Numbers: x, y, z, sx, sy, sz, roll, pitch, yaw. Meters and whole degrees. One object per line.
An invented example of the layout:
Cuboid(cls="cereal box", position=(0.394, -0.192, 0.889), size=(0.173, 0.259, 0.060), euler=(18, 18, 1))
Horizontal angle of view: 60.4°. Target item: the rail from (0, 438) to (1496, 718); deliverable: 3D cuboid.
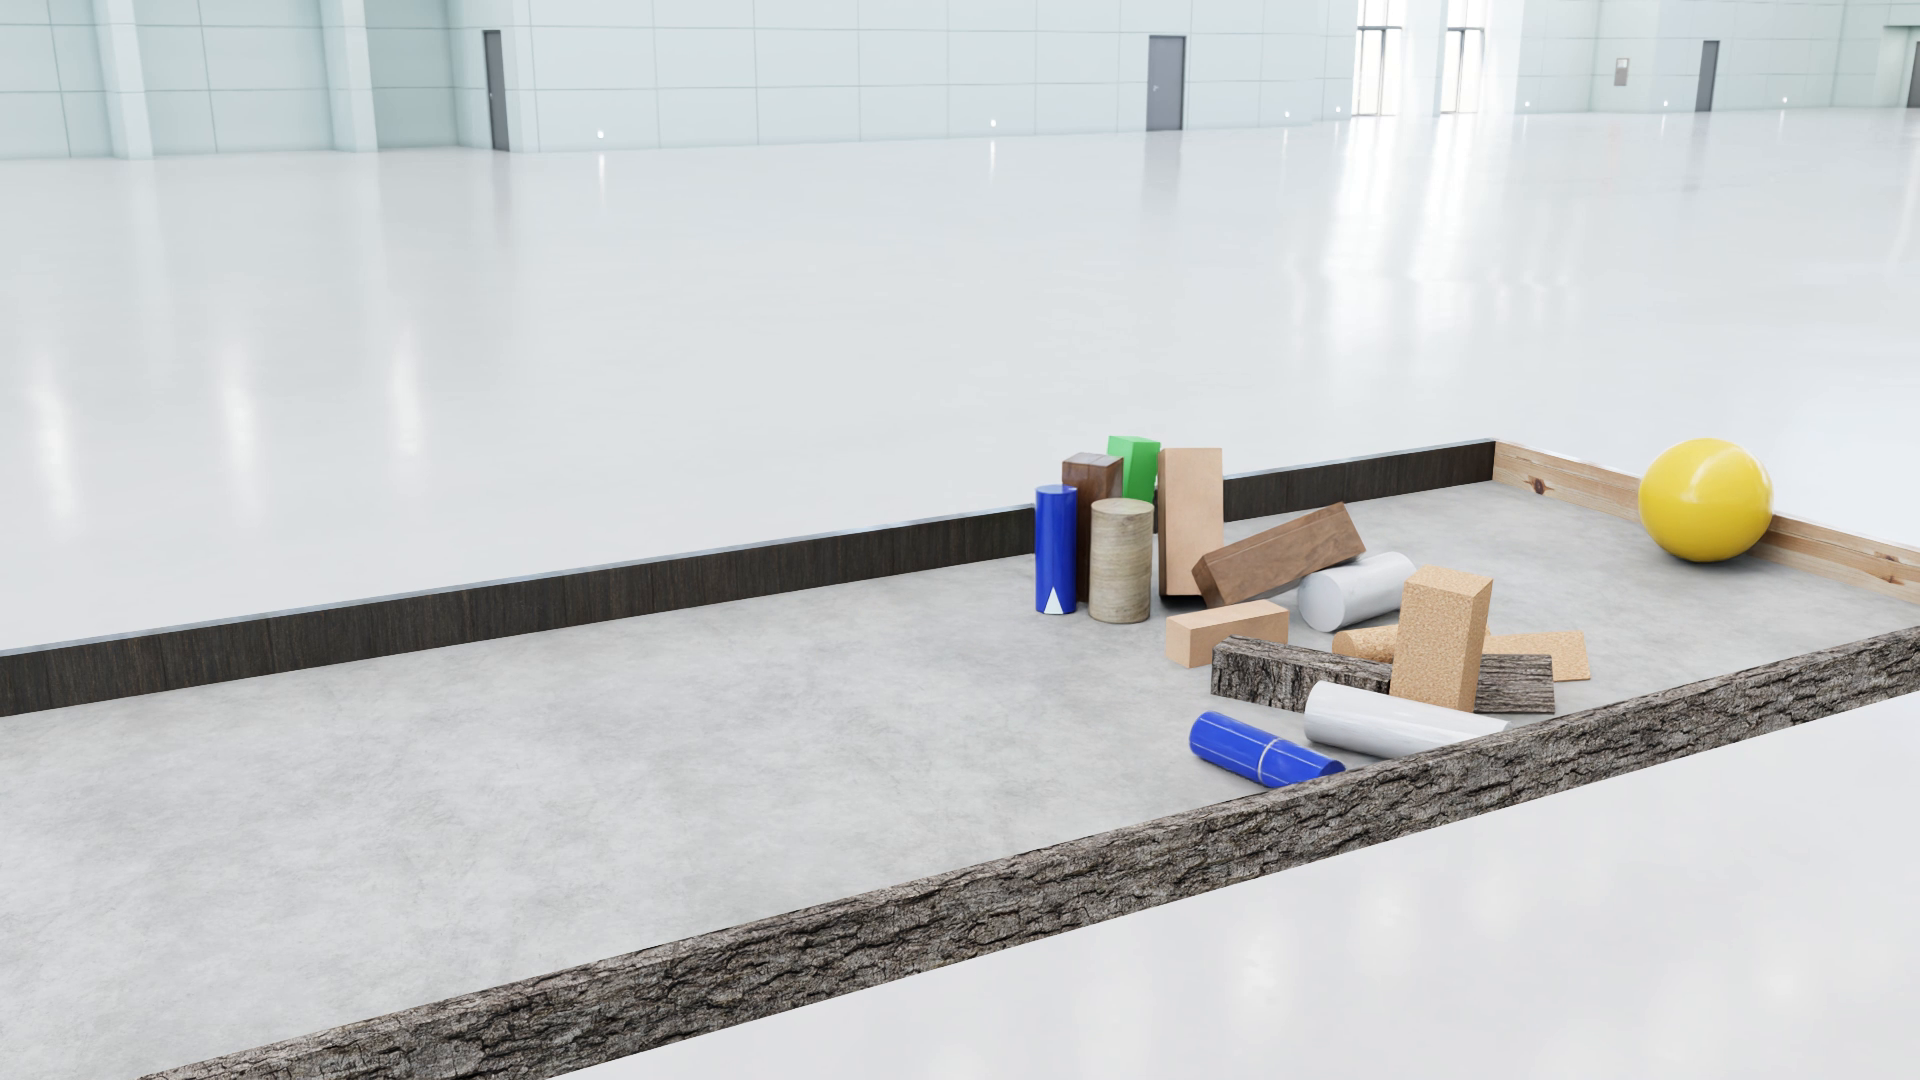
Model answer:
Cuboid(cls="rail", position=(-3.305, 0.497, 3.399), size=(12.000, 0.150, 0.050), euler=(-9, 18, -27))

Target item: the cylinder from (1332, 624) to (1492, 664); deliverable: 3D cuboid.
Cuboid(cls="cylinder", position=(1.159, 0.270, 4.229), size=(0.397, 0.117, 0.117), euler=(-5, 17, -18))

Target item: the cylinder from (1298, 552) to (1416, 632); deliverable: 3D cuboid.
Cuboid(cls="cylinder", position=(1.107, 0.142, 4.580), size=(0.321, 0.165, 0.165), euler=(-12, 20, -36))

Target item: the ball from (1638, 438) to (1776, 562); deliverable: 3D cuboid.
Cuboid(cls="ball", position=(2.298, -0.123, 5.086), size=(0.388, 0.388, 0.388), euler=(0, 16, 0))

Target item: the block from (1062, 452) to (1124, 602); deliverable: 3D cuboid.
Cuboid(cls="block", position=(0.378, -0.036, 4.752), size=(0.135, 0.406, 0.135), euler=(8, 17, 25))

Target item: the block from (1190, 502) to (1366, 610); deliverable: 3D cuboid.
Cuboid(cls="block", position=(0.882, 0.059, 4.577), size=(0.432, 0.155, 0.155), euler=(-20, -15, -11))

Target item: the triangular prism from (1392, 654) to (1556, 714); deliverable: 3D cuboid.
Cuboid(cls="triangular prism", position=(1.235, 0.334, 3.990), size=(0.373, 0.123, 0.142), euler=(0, 16, 2))

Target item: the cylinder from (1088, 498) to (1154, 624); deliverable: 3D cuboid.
Cuboid(cls="cylinder", position=(0.448, 0.058, 4.596), size=(0.173, 0.315, 0.173), euler=(0, 16, 0))

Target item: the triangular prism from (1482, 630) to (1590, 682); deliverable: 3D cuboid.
Cuboid(cls="triangular prism", position=(1.363, 0.292, 4.160), size=(0.434, 0.108, 0.125), euler=(-3, 17, -9))

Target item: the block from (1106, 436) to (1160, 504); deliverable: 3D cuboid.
Cuboid(cls="block", position=(0.488, -0.088, 4.874), size=(0.108, 0.428, 0.108), euler=(-2, 14, -36))

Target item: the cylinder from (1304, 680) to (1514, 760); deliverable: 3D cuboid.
Cuboid(cls="cylinder", position=(0.992, 0.425, 3.661), size=(0.429, 0.140, 0.140), euler=(11, 20, 33))

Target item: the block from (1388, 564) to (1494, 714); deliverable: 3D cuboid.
Cuboid(cls="block", position=(1.097, 0.265, 3.782), size=(0.156, 0.370, 0.156), euler=(14, 21, 30))

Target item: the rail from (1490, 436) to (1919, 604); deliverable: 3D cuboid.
Cuboid(cls="rail", position=(2.466, -0.048, 5.253), size=(0.050, 0.150, 2.100), euler=(-9, 18, -27))

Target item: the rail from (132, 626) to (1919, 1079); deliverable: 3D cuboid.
Cuboid(cls="rail", position=(-2.336, 1.006, 1.665), size=(12.000, 0.150, 0.050), euler=(-9, 18, -27))

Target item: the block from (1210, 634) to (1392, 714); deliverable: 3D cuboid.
Cuboid(cls="block", position=(0.833, 0.340, 3.985), size=(0.434, 0.121, 0.121), euler=(10, 19, 30))

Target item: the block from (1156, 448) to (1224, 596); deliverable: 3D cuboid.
Cuboid(cls="block", position=(0.660, -0.050, 4.733), size=(0.162, 0.416, 0.162), euler=(0, -3, -1))

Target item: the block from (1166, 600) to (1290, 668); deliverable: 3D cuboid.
Cuboid(cls="block", position=(0.703, 0.245, 4.333), size=(0.318, 0.107, 0.107), euler=(-9, 18, -27))

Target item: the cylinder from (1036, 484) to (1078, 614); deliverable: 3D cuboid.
Cuboid(cls="cylinder", position=(0.270, 0.026, 4.642), size=(0.117, 0.348, 0.117), euler=(-1, 15, 0))

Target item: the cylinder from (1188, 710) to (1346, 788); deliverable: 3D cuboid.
Cuboid(cls="cylinder", position=(0.660, 0.471, 3.563), size=(0.107, 0.107, 0.351), euler=(-13, 21, -37))
